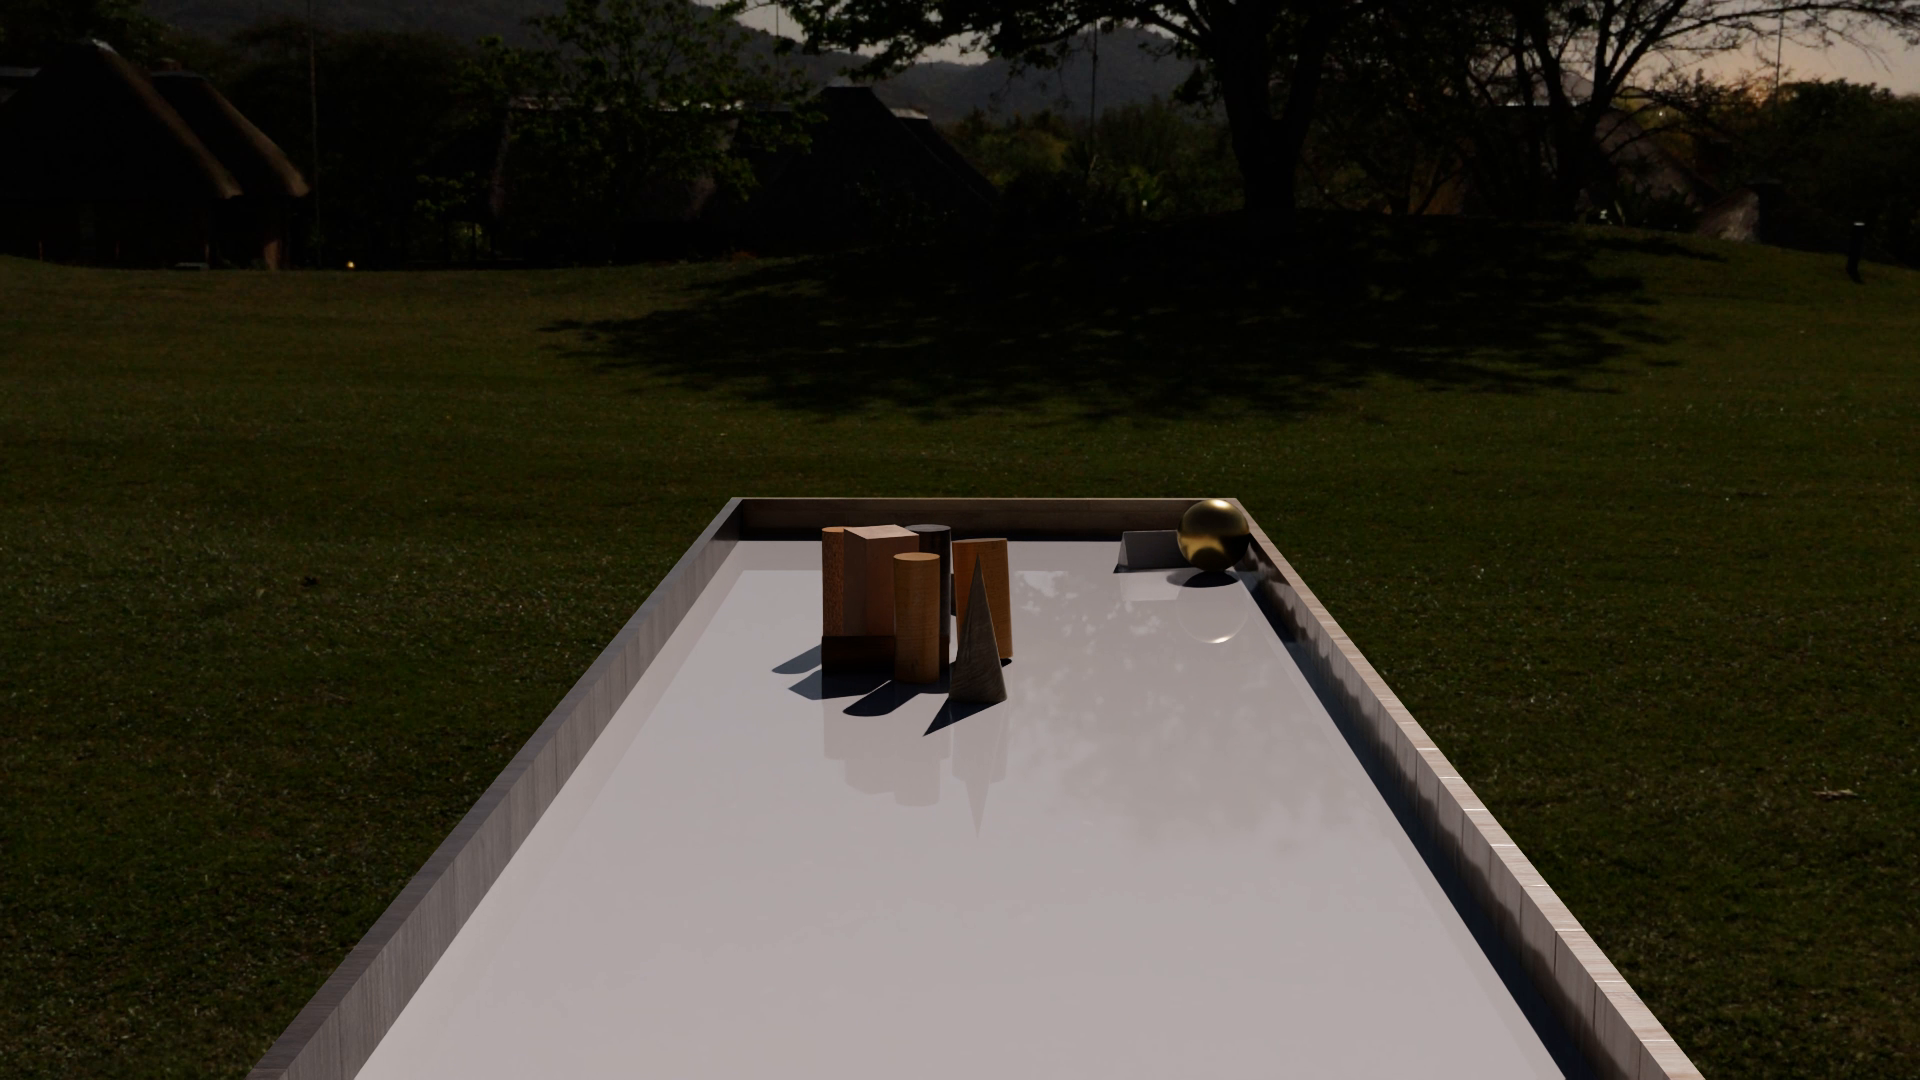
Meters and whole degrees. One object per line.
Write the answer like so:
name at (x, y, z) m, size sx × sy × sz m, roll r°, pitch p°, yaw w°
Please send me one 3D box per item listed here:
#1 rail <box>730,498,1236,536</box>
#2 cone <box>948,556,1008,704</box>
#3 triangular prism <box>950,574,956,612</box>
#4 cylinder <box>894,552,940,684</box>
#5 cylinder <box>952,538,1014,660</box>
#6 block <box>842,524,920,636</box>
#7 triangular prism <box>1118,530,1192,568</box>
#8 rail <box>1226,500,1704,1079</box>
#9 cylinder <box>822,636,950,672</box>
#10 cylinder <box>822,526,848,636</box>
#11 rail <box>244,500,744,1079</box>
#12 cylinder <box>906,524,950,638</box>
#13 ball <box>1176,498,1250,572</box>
rail at (0.099, -0.098, 9.147) m, size 2.100 × 0.150 × 0.050 m, roll 0°, pitch 9°, yaw 1°
cone at (0.050, 0.238, 6.171) m, size 0.169 × 0.418 × 0.169 m, roll 0°, pitch 9°, yaw 0°
triangular prism at (0.016, 0.180, 7.514) m, size 0.124 × 0.107 × 0.341 m, roll -5°, pitch 10°, yaw -30°
cylinder at (-0.126, 0.227, 6.406) m, size 0.134 × 0.364 × 0.134 m, roll 0°, pitch 10°, yaw 0°
cylinder at (0.069, 0.179, 6.684) m, size 0.169 × 0.358 × 0.169 m, roll -3°, pitch 3°, yaw 0°
block at (-0.242, 0.167, 6.678) m, size 0.173 × 0.392 × 0.173 m, roll -4°, pitch 13°, yaw -26°
triangular prism at (0.801, 0.028, 8.392) m, size 0.370 × 0.131 × 0.151 m, roll -2°, pitch 9°, yaw -11°
rail at (1.046, 0.843, 3.208) m, size 0.050 × 0.150 × 12.000 m, roll 0°, pitch 9°, yaw 1°
cylinder at (-0.222, 0.337, 6.543) m, size 0.378 × 0.106 × 0.106 m, roll 0°, pitch 9°, yaw -2°
cylinder at (-0.377, 0.147, 6.921) m, size 0.113 × 0.364 × 0.113 m, roll 0°, pitch 9°, yaw 0°
rail at (-1.004, 0.839, 3.234) m, size 0.050 × 0.150 × 12.000 m, roll 0°, pitch 9°, yaw 1°
cylinder at (-0.102, 0.143, 6.934) m, size 0.146 × 0.367 × 0.146 m, roll 0°, pitch 9°, yaw 0°
ball at (0.950, -0.018, 8.247) m, size 0.273 × 0.273 × 0.273 m, roll 0°, pitch 9°, yaw 0°
